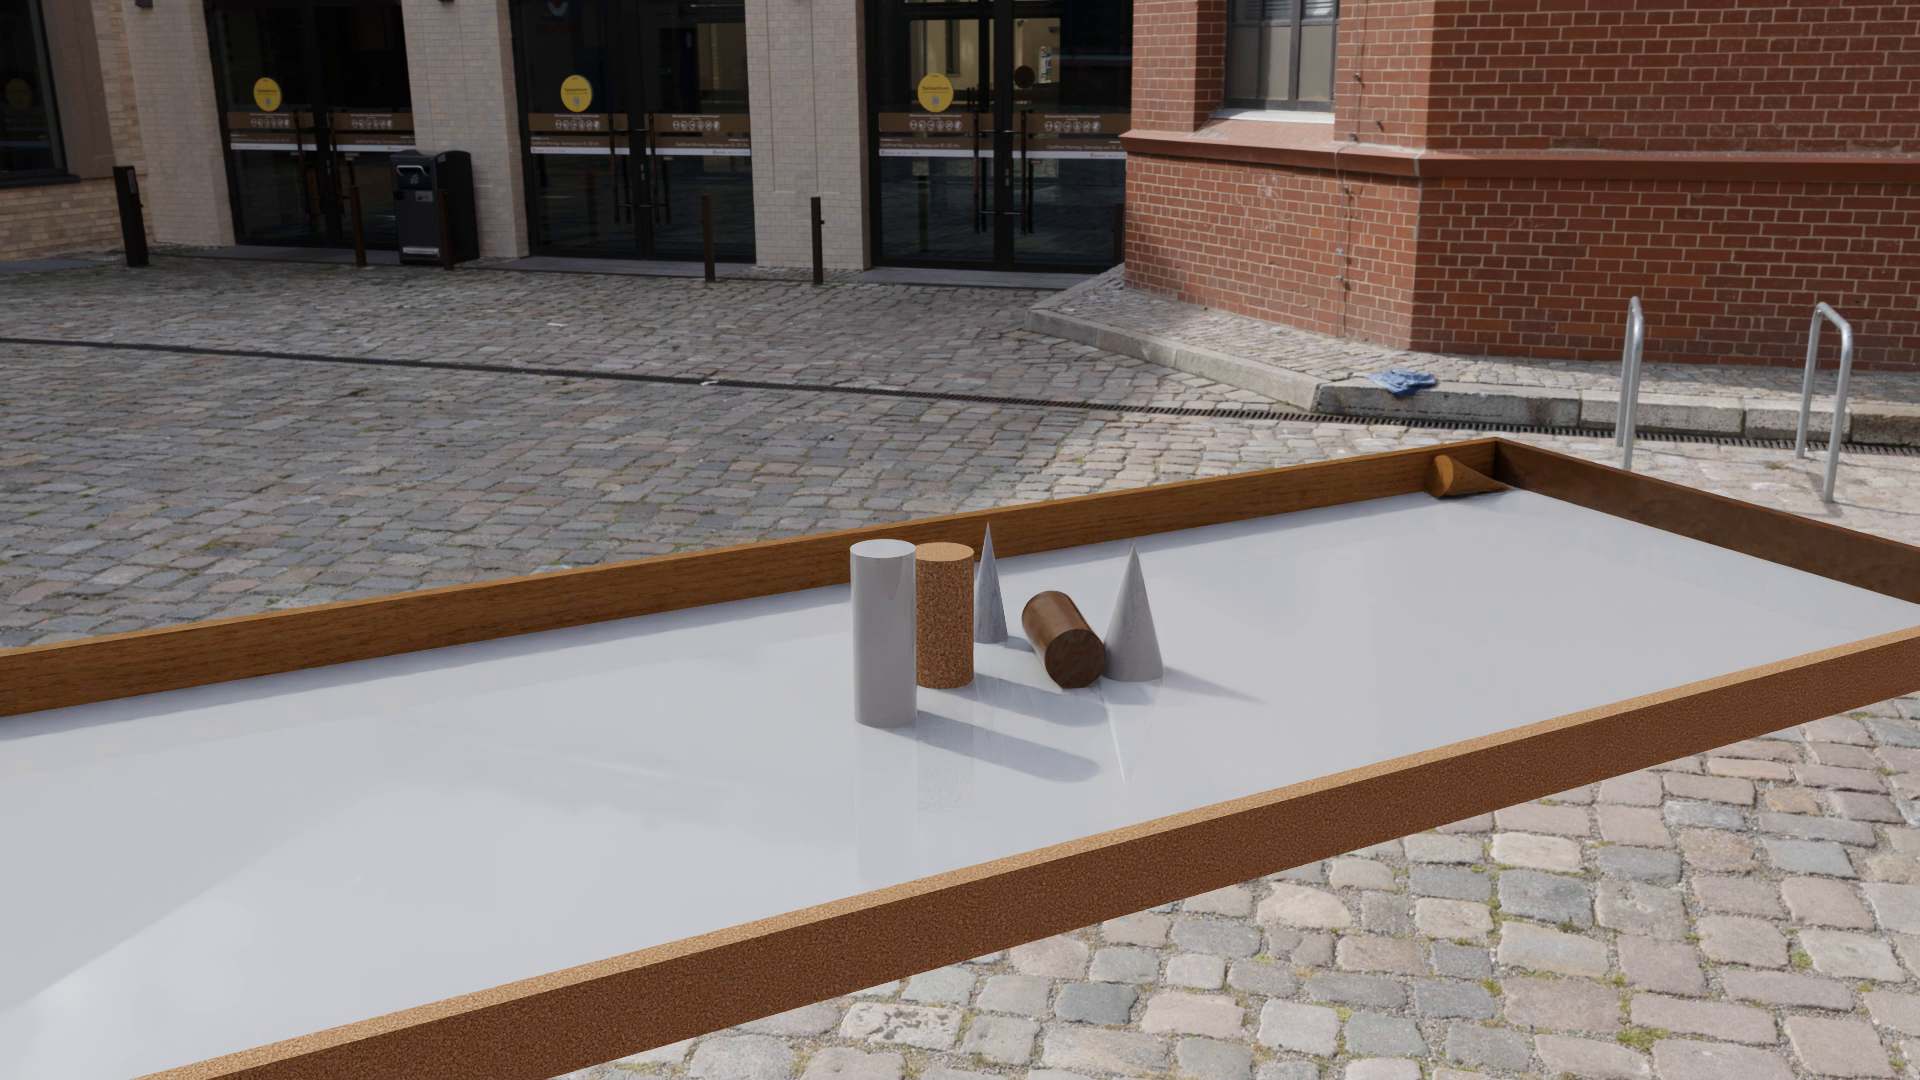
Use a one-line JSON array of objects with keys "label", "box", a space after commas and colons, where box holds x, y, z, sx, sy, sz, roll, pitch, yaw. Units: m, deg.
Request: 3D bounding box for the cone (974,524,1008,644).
[{"label": "cone", "box": [0.075, 0.104, 4.418, 0.111, 0.328, 0.111, 0, 16, 0]}]

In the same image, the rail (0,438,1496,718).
[{"label": "rail", "box": [-3.305, 0.497, 3.399, 12.000, 0.150, 0.050, -9, 18, -27]}]

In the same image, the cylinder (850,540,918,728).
[{"label": "cylinder", "box": [-0.178, 0.219, 3.873, 0.153, 0.416, 0.153, 0, 16, 0]}]

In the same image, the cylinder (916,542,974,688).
[{"label": "cylinder", "box": [-0.047, 0.188, 4.127, 0.164, 0.331, 0.164, 0, 16, 0]}]

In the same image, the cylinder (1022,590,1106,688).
[{"label": "cylinder", "box": [0.262, 0.251, 4.226, 0.155, 0.155, 0.311, -2, 17, -8]}]

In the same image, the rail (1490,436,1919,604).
[{"label": "rail", "box": [2.466, -0.048, 5.253, 0.050, 0.150, 2.100, -9, 18, -27]}]

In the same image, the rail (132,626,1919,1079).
[{"label": "rail", "box": [-2.336, 1.006, 1.665, 12.000, 0.150, 0.050, -9, 18, -27]}]

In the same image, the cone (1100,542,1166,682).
[{"label": "cone", "box": [0.437, 0.166, 4.176, 0.177, 0.346, 0.177, 0, 16, 0]}]

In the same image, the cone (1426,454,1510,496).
[{"label": "cone", "box": [1.853, -0.207, 5.927, 0.320, 0.152, 0.152, 8, 13, -21]}]
